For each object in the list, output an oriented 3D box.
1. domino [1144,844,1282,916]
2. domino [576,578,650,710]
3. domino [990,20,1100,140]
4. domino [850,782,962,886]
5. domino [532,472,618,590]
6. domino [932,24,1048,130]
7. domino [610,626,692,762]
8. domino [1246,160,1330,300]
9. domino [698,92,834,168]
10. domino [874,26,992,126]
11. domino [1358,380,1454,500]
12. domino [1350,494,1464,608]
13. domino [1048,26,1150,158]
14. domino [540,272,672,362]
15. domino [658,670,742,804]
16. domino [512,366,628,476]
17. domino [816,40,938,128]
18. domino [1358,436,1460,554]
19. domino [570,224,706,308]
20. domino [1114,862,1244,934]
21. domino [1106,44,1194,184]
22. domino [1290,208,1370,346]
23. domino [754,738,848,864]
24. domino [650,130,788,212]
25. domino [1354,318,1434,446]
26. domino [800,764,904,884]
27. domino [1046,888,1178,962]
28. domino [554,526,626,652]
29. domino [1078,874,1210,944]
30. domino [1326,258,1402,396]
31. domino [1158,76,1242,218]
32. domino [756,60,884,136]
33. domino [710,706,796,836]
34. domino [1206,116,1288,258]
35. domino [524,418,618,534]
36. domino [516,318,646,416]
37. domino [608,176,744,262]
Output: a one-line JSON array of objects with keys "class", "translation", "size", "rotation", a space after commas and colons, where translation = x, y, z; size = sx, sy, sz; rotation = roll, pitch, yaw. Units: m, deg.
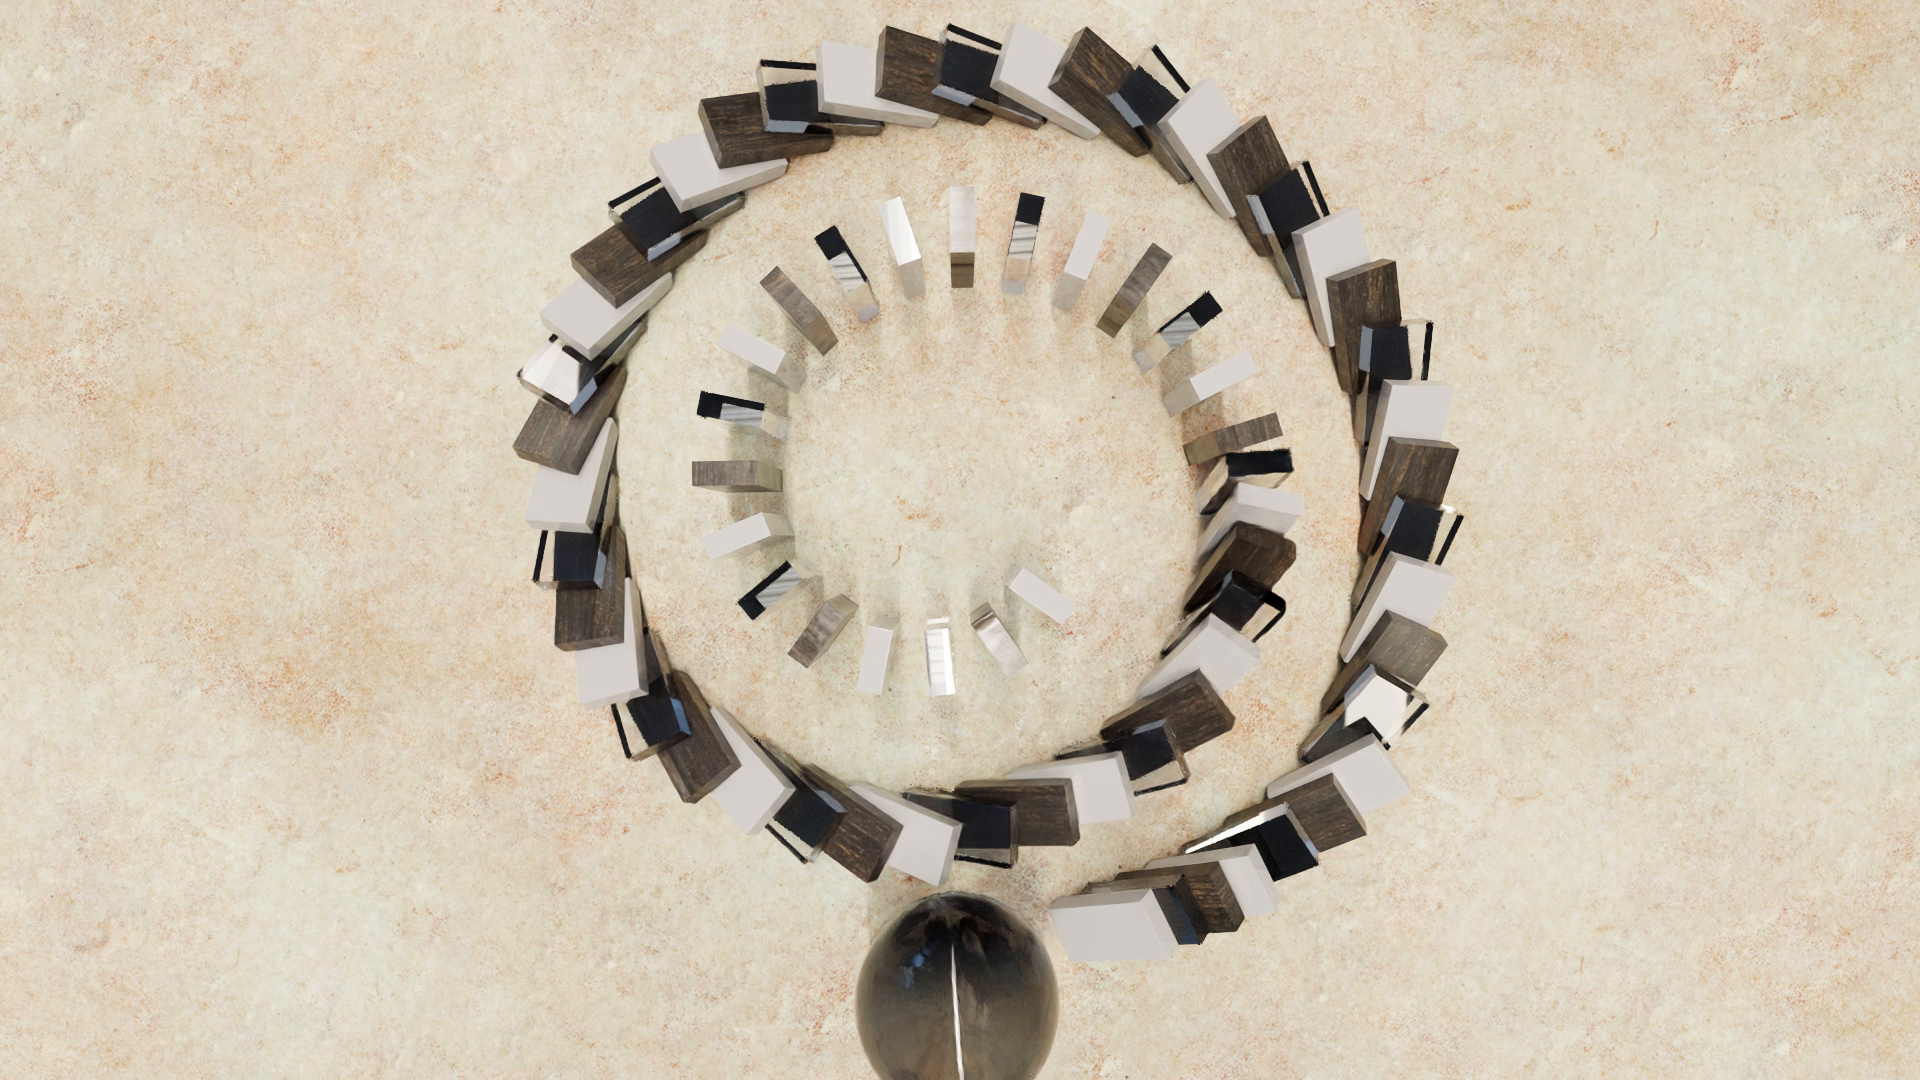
[{"class": "domino", "translation": [0.104, 0.144, 0.381], "size": [0.050, 0.009, 0.025], "rotation": [-26, 90, 37]}, {"class": "domino", "translation": [-0.147, 0.043, 0.385], "size": [0.025, 0.010, 0.050], "rotation": [-15, 66, 0]}, {"class": "domino", "translation": [0.039, -0.192, 0.385], "size": [0.050, 0.009, 0.025], "rotation": [17, 90, -24]}, {"class": "domino", "translation": [-0.026, 0.123, 0.385], "size": [0.050, 0.009, 0.025], "rotation": [15, 90, 25]}, {"class": "domino", "translation": [-0.161, -0.004, 0.385], "size": [0.025, 0.009, 0.050], "rotation": [-1, 66, 0]}, {"class": "domino", "translation": [0.014, -0.194, 0.386], "size": [0.050, 0.009, 0.025], "rotation": [8, 90, -24]}, {"class": "domino", "translation": [-0.133, 0.065, 0.385], "size": [0.025, 0.009, 0.050], "rotation": [-28, 65, 0]}, {"class": "domino", "translation": [0.143, -0.130, 0.386], "size": [0.025, 0.009, 0.050], "rotation": [-35, 114, 0]}, {"class": "domino", "translation": [-0.081, -0.174, 0.385], "size": [0.050, 0.010, 0.025], "rotation": [-21, 90, -25]}, {"class": "domino", "translation": [-0.010, -0.195, 0.385], "size": [0.050, 0.010, 0.025], "rotation": [4, 90, -24]}, {"class": "domino", "translation": [0.187, -0.041, 0.385], "size": [0.025, 0.009, 0.050], "rotation": [1, 114, 0]}, {"class": "domino", "translation": [0.187, 0.008, 0.386], "size": [0.025, 0.010, 0.050], "rotation": [13, 114, 0]}, {"class": "domino", "translation": [0.064, -0.187, 0.385], "size": [0.050, 0.009, 0.025], "rotation": [27, 90, -25]}, {"class": "domino", "translation": [-0.148, -0.101, 0.385], "size": [0.025, 0.010, 0.050], "rotation": [37, 66, 0]}, {"class": "domino", "translation": [-0.116, 0.082, 0.385], "size": [0.025, 0.009, 0.050], "rotation": [-39, 65, 0]}, {"class": "domino", "translation": [-0.163, -0.054, 0.385], "size": [0.025, 0.010, 0.050], "rotation": [17, 65, 0]}, {"class": "domino", "translation": [-0.034, -0.191, 0.385], "size": [0.050, 0.009, 0.025], "rotation": [-3, 90, -24]}, {"class": "domino", "translation": [0.188, -0.017, 0.385], "size": [0.025, 0.010, 0.050], "rotation": [6, 114, 0]}, {"class": "domino", "translation": [-0.135, -0.122, 0.385], "size": [0.025, 0.009, 0.050], "rotation": [43, 66, 0]}, {"class": "domino", "translation": [0.089, 0.150, 0.380], "size": [0.050, 0.010, 0.025], "rotation": [-26, 90, 41]}, {"class": "domino", "translation": [0.088, -0.178, 0.385], "size": [0.050, 0.009, 0.025], "rotation": [39, 90, -24]}, {"class": "domino", "translation": [0.159, -0.110, 0.386], "size": [0.025, 0.009, 0.050], "rotation": [-26, 114, 0]}, {"class": "domino", "translation": [-0.074, 0.109, 0.385], "size": [0.050, 0.009, 0.025], "rotation": [34, 90, 24]}, {"class": "domino", "translation": [-0.101, -0.159, 0.385], "size": [0.050, 0.009, 0.025], "rotation": [-31, 90, -24]}, {"class": "domino", "translation": [0.182, -0.066, 0.385], "size": [0.025, 0.010, 0.050], "rotation": [-7, 115, 0]}, {"class": "domino", "translation": [-0.051, 0.118, 0.385], "size": [0.050, 0.009, 0.025], "rotation": [27, 90, 25]}, {"class": "domino", "translation": [0.062, 0.160, 0.380], "size": [0.050, 0.010, 0.025], "rotation": [-26, 90, 41]}, {"class": "domino", "translation": [-0.155, 0.020, 0.385], "size": [0.025, 0.009, 0.050], "rotation": [-9, 66, 0]}, {"class": "domino", "translation": [0.075, 0.154, 0.380], "size": [0.050, 0.010, 0.025], "rotation": [-26, 90, 41]}, {"class": "domino", "translation": [0.171, -0.089, 0.385], "size": [0.025, 0.009, 0.050], "rotation": [-19, 115, 0]}, {"class": "domino", "translation": [0.108, -0.164, 0.385], "size": [0.025, 0.010, 0.050], "rotation": [-46, 114, 0]}, {"class": "domino", "translation": [-0.058, -0.185, 0.385], "size": [0.050, 0.009, 0.025], "rotation": [-9, 90, -24]}, {"class": "domino", "translation": [-0.095, 0.097, 0.385], "size": [0.050, 0.010, 0.025], "rotation": [40, 90, 24]}, {"class": "domino", "translation": [0.127, -0.148, 0.386], "size": [0.025, 0.009, 0.050], "rotation": [-38, 114, 0]}, {"class": "domino", "translation": [-0.163, -0.028, 0.385], "size": [0.025, 0.009, 0.050], "rotation": [4, 66, 0]}, {"class": "domino", "translation": [-0.158, -0.079, 0.385], "size": [0.025, 0.009, 0.050], "rotation": [29, 65, 0]}, {"class": "domino", "translation": [-0.119, -0.141, 0.385], "size": [0.050, 0.010, 0.025], "rotation": [-41, 90, -24]}]
